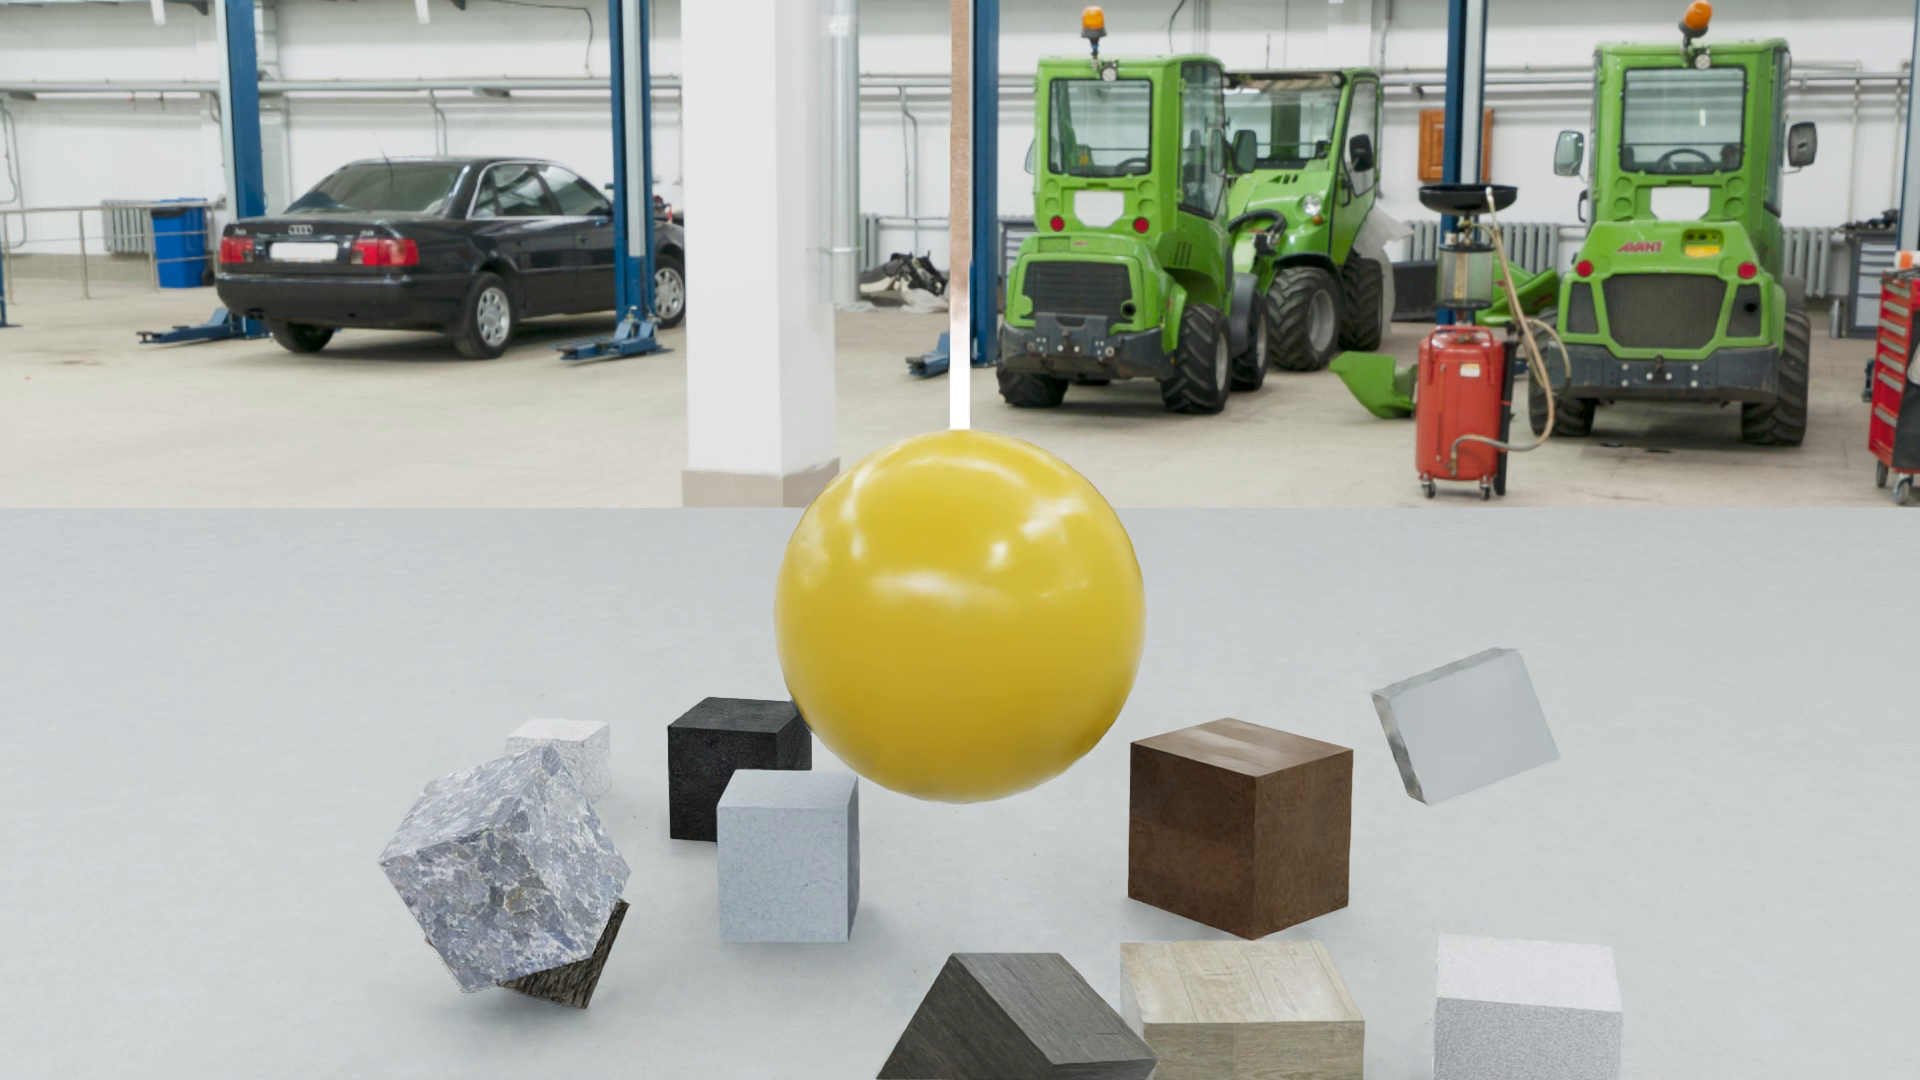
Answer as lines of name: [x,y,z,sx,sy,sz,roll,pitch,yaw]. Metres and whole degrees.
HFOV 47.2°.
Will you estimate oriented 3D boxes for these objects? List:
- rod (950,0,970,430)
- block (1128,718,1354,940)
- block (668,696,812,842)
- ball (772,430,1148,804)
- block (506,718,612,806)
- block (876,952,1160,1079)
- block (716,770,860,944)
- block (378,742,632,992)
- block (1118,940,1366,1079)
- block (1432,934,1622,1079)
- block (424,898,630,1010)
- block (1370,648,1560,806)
rod: [0.000,-3.047,9.833,0.080,5.200,0.080,0,-7,0]
block: [1.296,1.319,10.204,0.678,0.754,0.764,-9,14,-41]
block: [-1.130,1.188,11.383,0.574,0.590,0.618,2,11,12]
ball: [0.000,0.327,9.409,1.600,1.600,1.600,0,10,0]
block: [-2.164,1.205,11.875,0.433,0.379,0.390,2,11,12]
block: [0.144,1.364,5.656,0.438,0.424,0.419,12,23,-48]
block: [-0.769,1.426,9.983,0.574,0.622,0.583,0,10,2]
block: [-1.685,1.220,8.201,0.560,0.634,0.506,-18,24,20]
block: [0.938,1.835,7.517,0.718,0.700,0.729,0,10,-2]
block: [2.040,1.825,7.974,0.626,0.555,0.643,2,11,12]
block: [-1.783,1.575,9.055,0.539,0.461,0.501,26,-7,-37]
block: [1.884,0.692,8.249,0.509,0.421,0.463,-20,-2,2]
